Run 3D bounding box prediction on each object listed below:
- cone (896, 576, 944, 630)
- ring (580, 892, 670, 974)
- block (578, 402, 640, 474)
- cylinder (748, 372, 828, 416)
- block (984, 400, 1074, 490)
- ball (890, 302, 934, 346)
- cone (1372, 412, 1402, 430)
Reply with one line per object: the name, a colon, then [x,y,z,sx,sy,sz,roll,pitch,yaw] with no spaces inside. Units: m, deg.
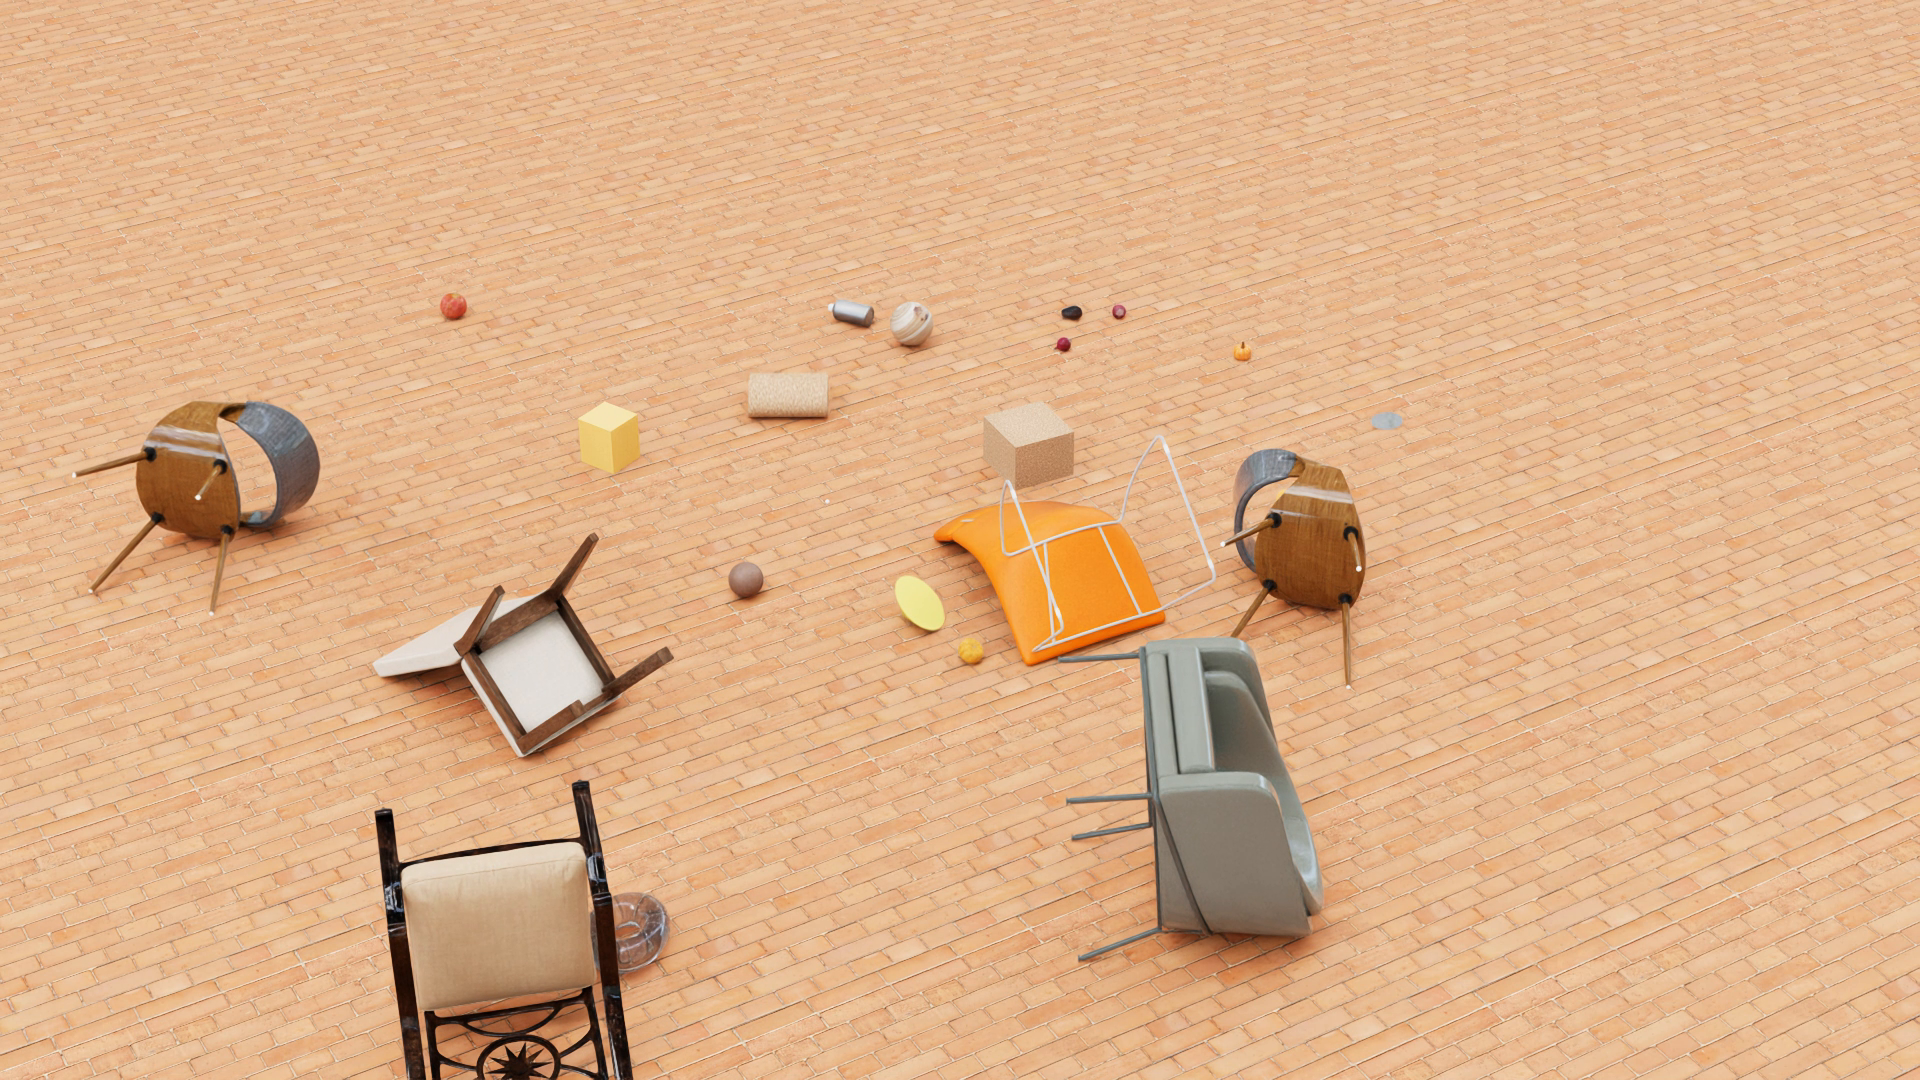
cone: [-0.172,0.251,10.498,0.223,0.094,0.233,21,41,-34]
ring: [-1.030,1.207,9.022,0.272,0.100,0.342,6,33,11]
block: [-1.360,-0.396,11.371,0.165,0.192,0.157,21,39,29]
cylinder: [-0.683,-0.581,11.699,0.312,0.141,0.235,0,37,0]
block: [0.265,-0.366,11.323,0.255,0.194,0.262,-16,37,-22]
ball: [-0.200,-0.895,12.137,0.182,0.182,0.182,0,33,0]
cone: [1.689,-0.471,11.632,0.127,0.070,0.052,-3,0,-1]
